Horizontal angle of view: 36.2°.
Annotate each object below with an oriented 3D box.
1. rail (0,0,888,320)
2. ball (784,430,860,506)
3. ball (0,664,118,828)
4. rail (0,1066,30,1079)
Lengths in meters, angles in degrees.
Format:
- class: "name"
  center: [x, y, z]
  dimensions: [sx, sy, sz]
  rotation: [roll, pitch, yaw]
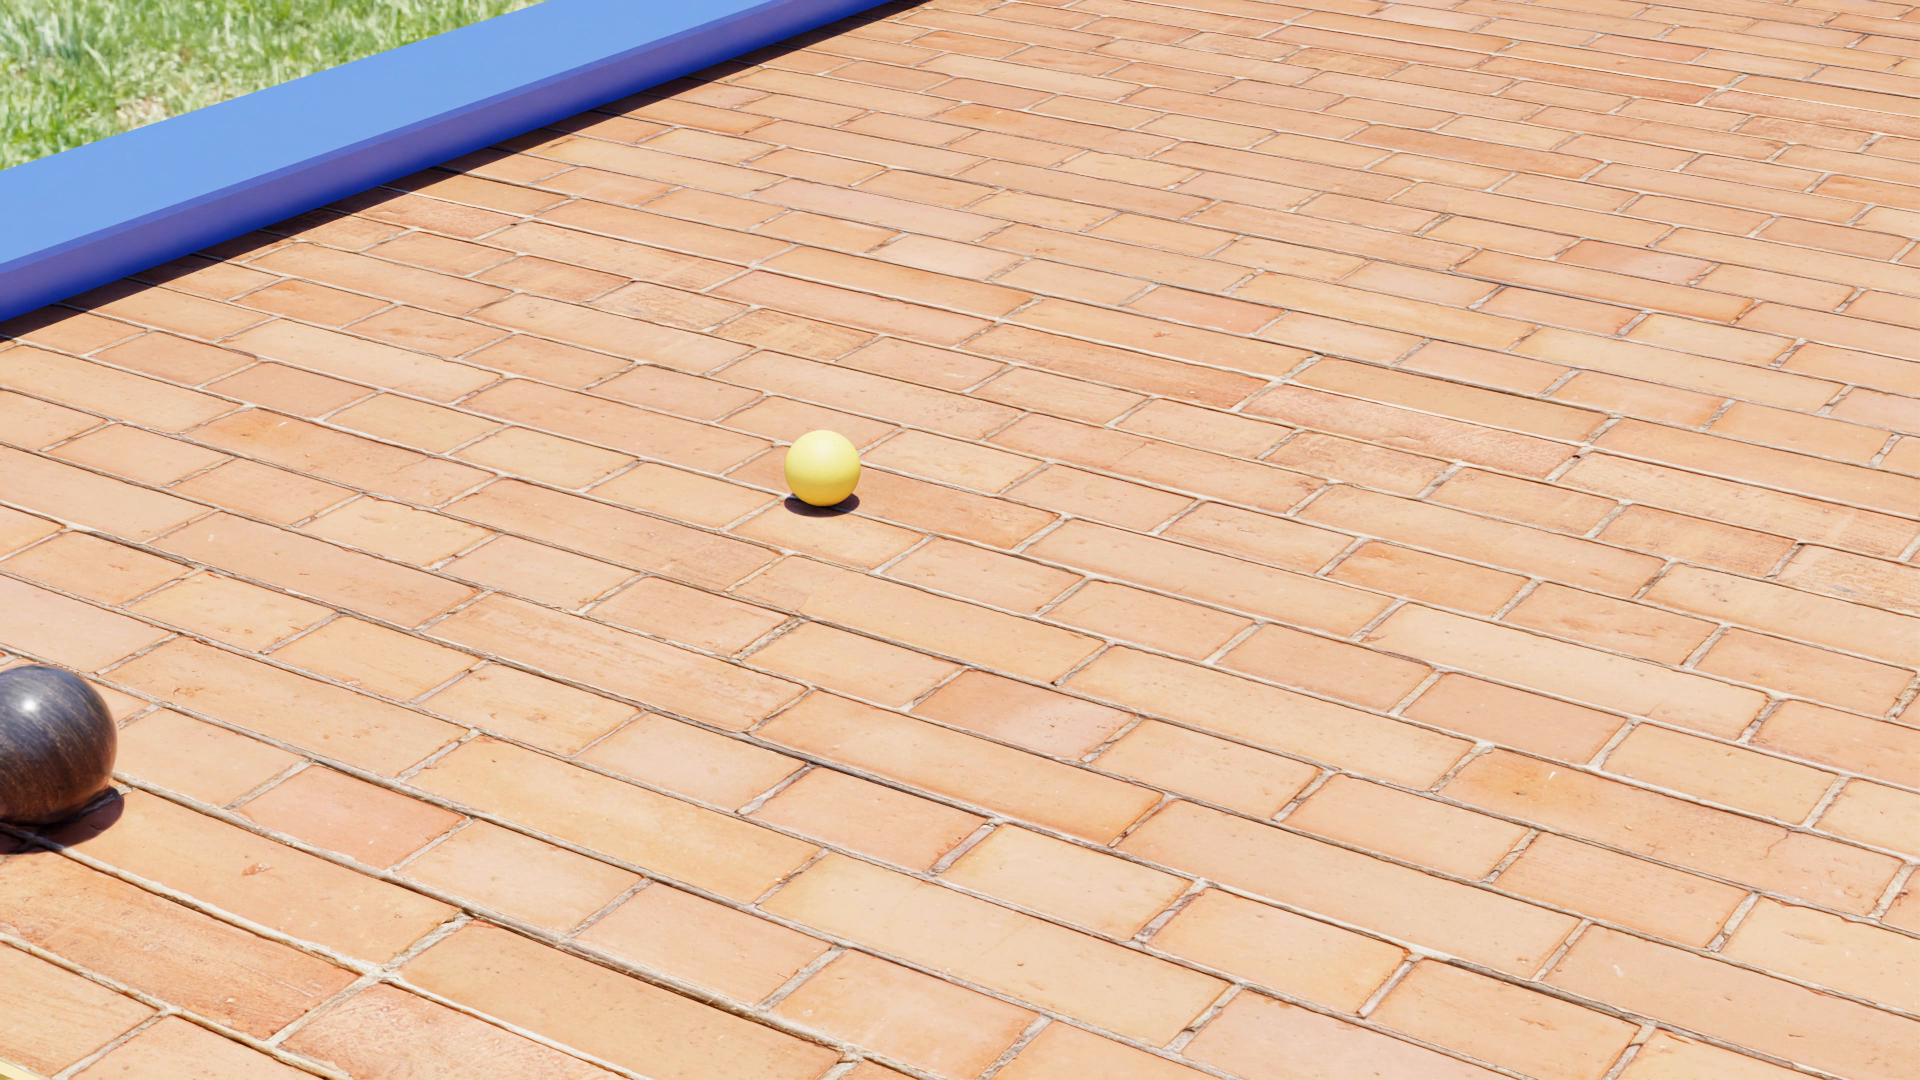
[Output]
- class: "rail"
  center: [-0.323, -0.503, 2.964]
  dimensions: [0.045, 0.120, 3.271]
  rotation: [15, 28, 30]
- class: "ball"
  center: [-0.095, -0.049, 2.032]
  dimensions: [0.053, 0.053, 0.053]
  rotation: [0, 24, 0]
- class: "ball"
  center: [-0.511, 0.114, 1.621]
  dimensions: [0.089, 0.089, 0.089]
  rotation: [0, 24, 0]
- class: "rail"
  center: [-0.430, 0.250, 1.276]
  dimensions: [1.869, 0.120, 0.045]
  rotation: [15, 28, 30]
